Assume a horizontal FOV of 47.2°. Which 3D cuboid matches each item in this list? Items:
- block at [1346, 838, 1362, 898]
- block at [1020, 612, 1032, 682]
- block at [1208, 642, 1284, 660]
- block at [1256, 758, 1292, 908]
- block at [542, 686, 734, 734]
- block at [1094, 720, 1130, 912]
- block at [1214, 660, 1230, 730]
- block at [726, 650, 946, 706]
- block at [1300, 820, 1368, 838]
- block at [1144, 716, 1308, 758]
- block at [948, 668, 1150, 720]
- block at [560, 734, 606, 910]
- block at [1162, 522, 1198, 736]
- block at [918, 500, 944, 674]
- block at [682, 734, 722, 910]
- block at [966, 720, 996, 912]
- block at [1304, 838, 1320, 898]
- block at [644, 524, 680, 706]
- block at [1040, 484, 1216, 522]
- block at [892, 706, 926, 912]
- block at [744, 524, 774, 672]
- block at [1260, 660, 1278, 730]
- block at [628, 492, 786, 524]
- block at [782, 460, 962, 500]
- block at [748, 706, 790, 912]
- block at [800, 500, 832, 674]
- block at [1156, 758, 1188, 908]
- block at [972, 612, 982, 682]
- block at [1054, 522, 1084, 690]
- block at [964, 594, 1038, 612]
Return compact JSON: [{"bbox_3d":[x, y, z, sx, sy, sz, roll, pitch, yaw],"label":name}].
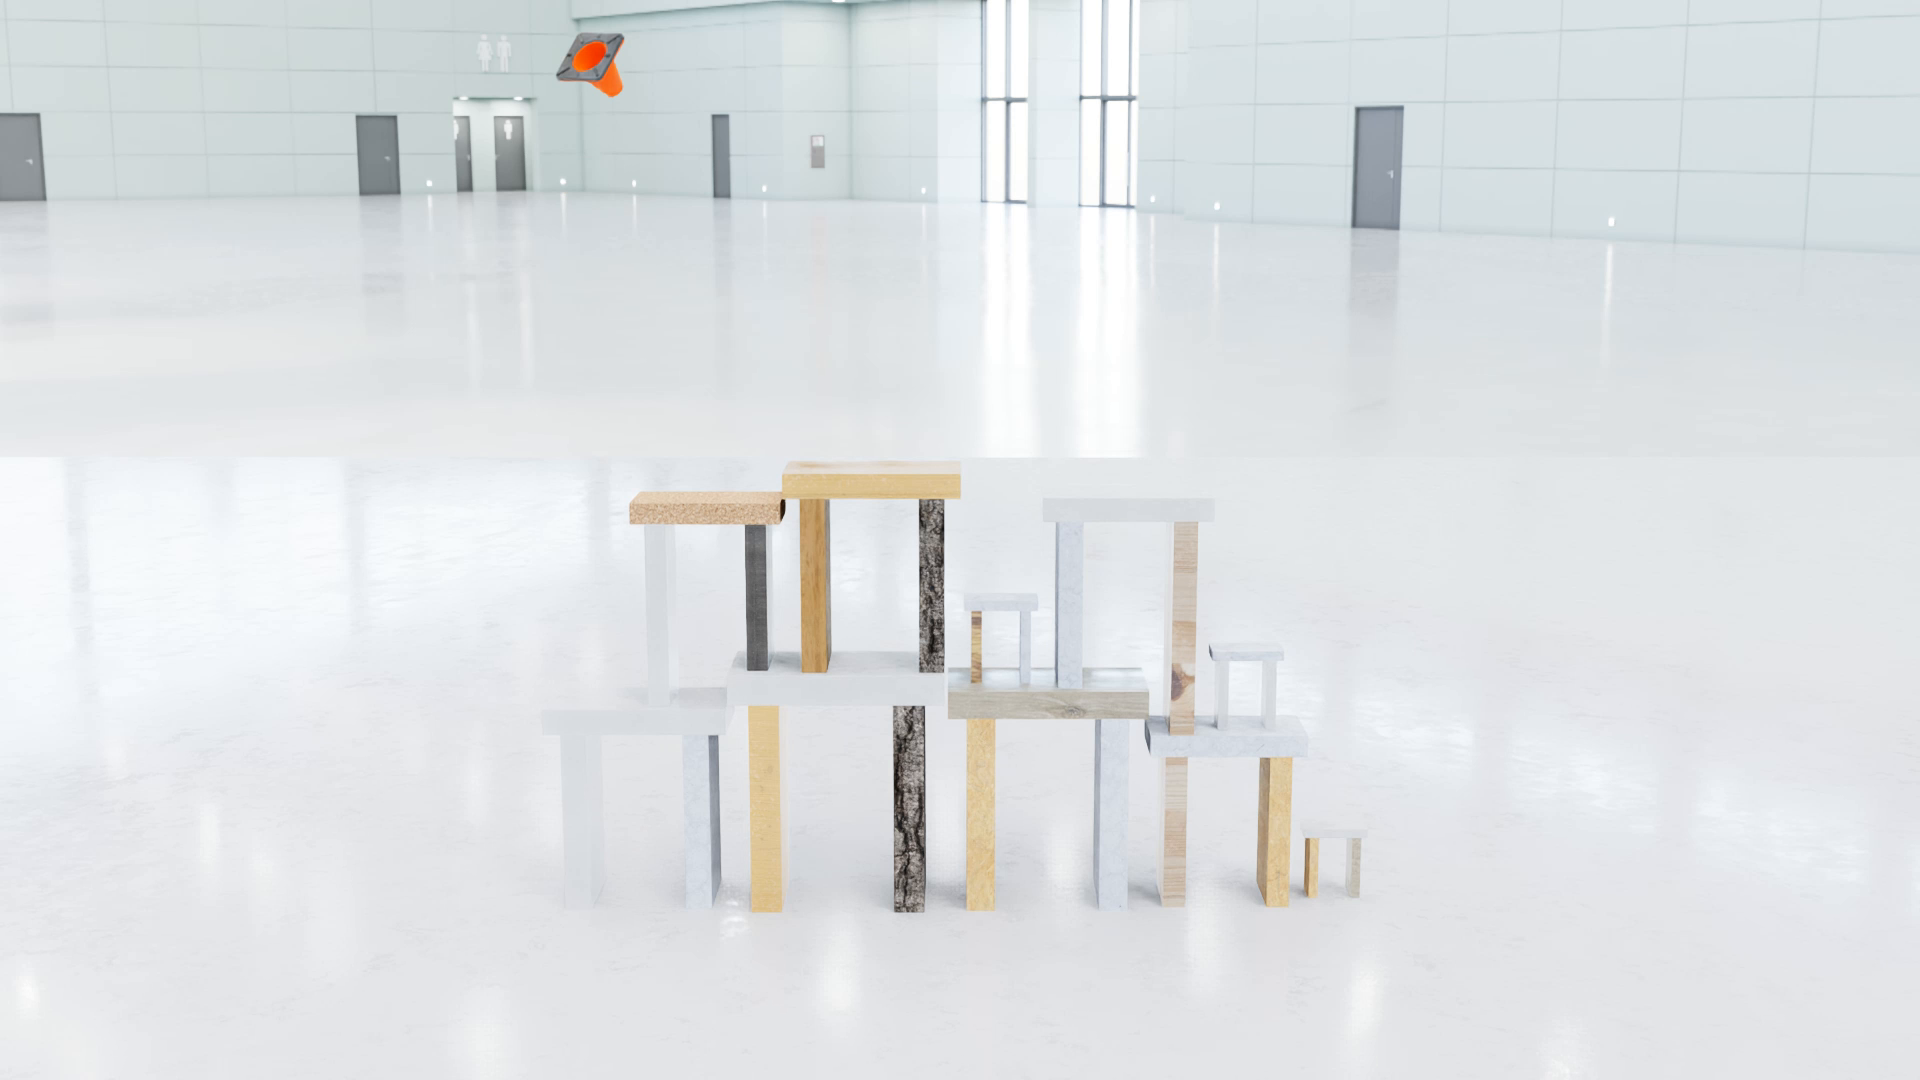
[{"bbox_3d":[0.655,0.538,3.663,0.015,0.104,0.052,0,11,0],"label":"block"},{"bbox_3d":[0.106,0.168,3.593,0.017,0.120,0.060,0,11,0],"label":"block"},{"bbox_3d":[0.467,0.183,3.590,0.116,0.016,0.058,0,11,0],"label":"block"},{"bbox_3d":[0.521,0.465,3.644,0.036,0.255,0.127,0,11,0],"label":"block"},{"bbox_3d":[-0.525,0.280,3.609,0.295,0.042,0.148,0,11,0],"label":"block"},{"bbox_3d":[0.249,0.432,3.637,0.046,0.323,0.162,0,11,0],"label":"block"},{"bbox_3d":[0.428,0.248,3.602,0.016,0.116,0.058,0,11,0],"label":"block"},{"bbox_3d":[-0.199,0.225,3.597,0.347,0.049,0.174,0,11,0],"label":"block"},{"bbox_3d":[0.620,0.479,3.652,0.104,0.015,0.052,0,11,0],"label":"block"},{"bbox_3d":[0.436,0.322,3.617,0.255,0.036,0.127,0,11,0],"label":"block"},{"bbox_3d":[0.142,0.250,3.603,0.323,0.046,0.162,0,11,0],"label":"block"},{"bbox_3d":[-0.623,0.445,3.640,0.042,0.295,0.148,0,11,0],"label":"block"},{"bbox_3d":[0.359,0.132,3.584,0.039,0.351,0.136,0,11,0],"label":"block"},{"bbox_3d":[-0.045,0.061,3.569,0.040,0.283,0.141,0,11,0],"label":"block"},{"bbox_3d":[-0.426,0.445,3.640,0.042,0.295,0.148,0,11,0],"label":"block"},{"bbox_3d":[0.034,0.432,3.637,0.046,0.323,0.162,0,11,0],"label":"block"},{"bbox_3d":[0.585,0.538,3.663,0.015,0.104,0.052,0,11,0],"label":"block"},{"bbox_3d":[-0.485,0.112,3.581,0.034,0.299,0.120,0,11,0],"label":"block"},{"bbox_3d":[0.268,-0.060,3.549,0.273,0.039,0.136,0,11,0],"label":"block"},{"bbox_3d":[-0.083,0.420,3.633,0.049,0.347,0.174,0,11,0],"label":"block"},{"bbox_3d":[-0.326,0.082,3.575,0.034,0.239,0.120,0,11,0],"label":"block"},{"bbox_3d":[0.506,0.248,3.602,0.016,0.116,0.058,0,11,0],"label":"block"},{"bbox_3d":[-0.406,-0.052,3.551,0.239,0.034,0.120,0,11,0],"label":"block"},{"bbox_3d":[-0.140,-0.097,3.540,0.283,0.040,0.141,0,11,0],"label":"block"},{"bbox_3d":[-0.314,0.420,3.633,0.049,0.347,0.174,0,11,0],"label":"block"},{"bbox_3d":[-0.234,0.061,3.569,0.040,0.283,0.141,0,11,0],"label":"block"},{"bbox_3d":[0.351,0.465,3.644,0.036,0.255,0.127,0,11,0],"label":"block"},{"bbox_3d":[0.027,0.168,3.593,0.017,0.120,0.060,0,11,0],"label":"block"},{"bbox_3d":[0.177,0.093,3.577,0.039,0.273,0.136,0,11,0],"label":"block"},{"bbox_3d":[0.067,0.101,3.580,0.120,0.017,0.060,0,11,0],"label":"block"}]
